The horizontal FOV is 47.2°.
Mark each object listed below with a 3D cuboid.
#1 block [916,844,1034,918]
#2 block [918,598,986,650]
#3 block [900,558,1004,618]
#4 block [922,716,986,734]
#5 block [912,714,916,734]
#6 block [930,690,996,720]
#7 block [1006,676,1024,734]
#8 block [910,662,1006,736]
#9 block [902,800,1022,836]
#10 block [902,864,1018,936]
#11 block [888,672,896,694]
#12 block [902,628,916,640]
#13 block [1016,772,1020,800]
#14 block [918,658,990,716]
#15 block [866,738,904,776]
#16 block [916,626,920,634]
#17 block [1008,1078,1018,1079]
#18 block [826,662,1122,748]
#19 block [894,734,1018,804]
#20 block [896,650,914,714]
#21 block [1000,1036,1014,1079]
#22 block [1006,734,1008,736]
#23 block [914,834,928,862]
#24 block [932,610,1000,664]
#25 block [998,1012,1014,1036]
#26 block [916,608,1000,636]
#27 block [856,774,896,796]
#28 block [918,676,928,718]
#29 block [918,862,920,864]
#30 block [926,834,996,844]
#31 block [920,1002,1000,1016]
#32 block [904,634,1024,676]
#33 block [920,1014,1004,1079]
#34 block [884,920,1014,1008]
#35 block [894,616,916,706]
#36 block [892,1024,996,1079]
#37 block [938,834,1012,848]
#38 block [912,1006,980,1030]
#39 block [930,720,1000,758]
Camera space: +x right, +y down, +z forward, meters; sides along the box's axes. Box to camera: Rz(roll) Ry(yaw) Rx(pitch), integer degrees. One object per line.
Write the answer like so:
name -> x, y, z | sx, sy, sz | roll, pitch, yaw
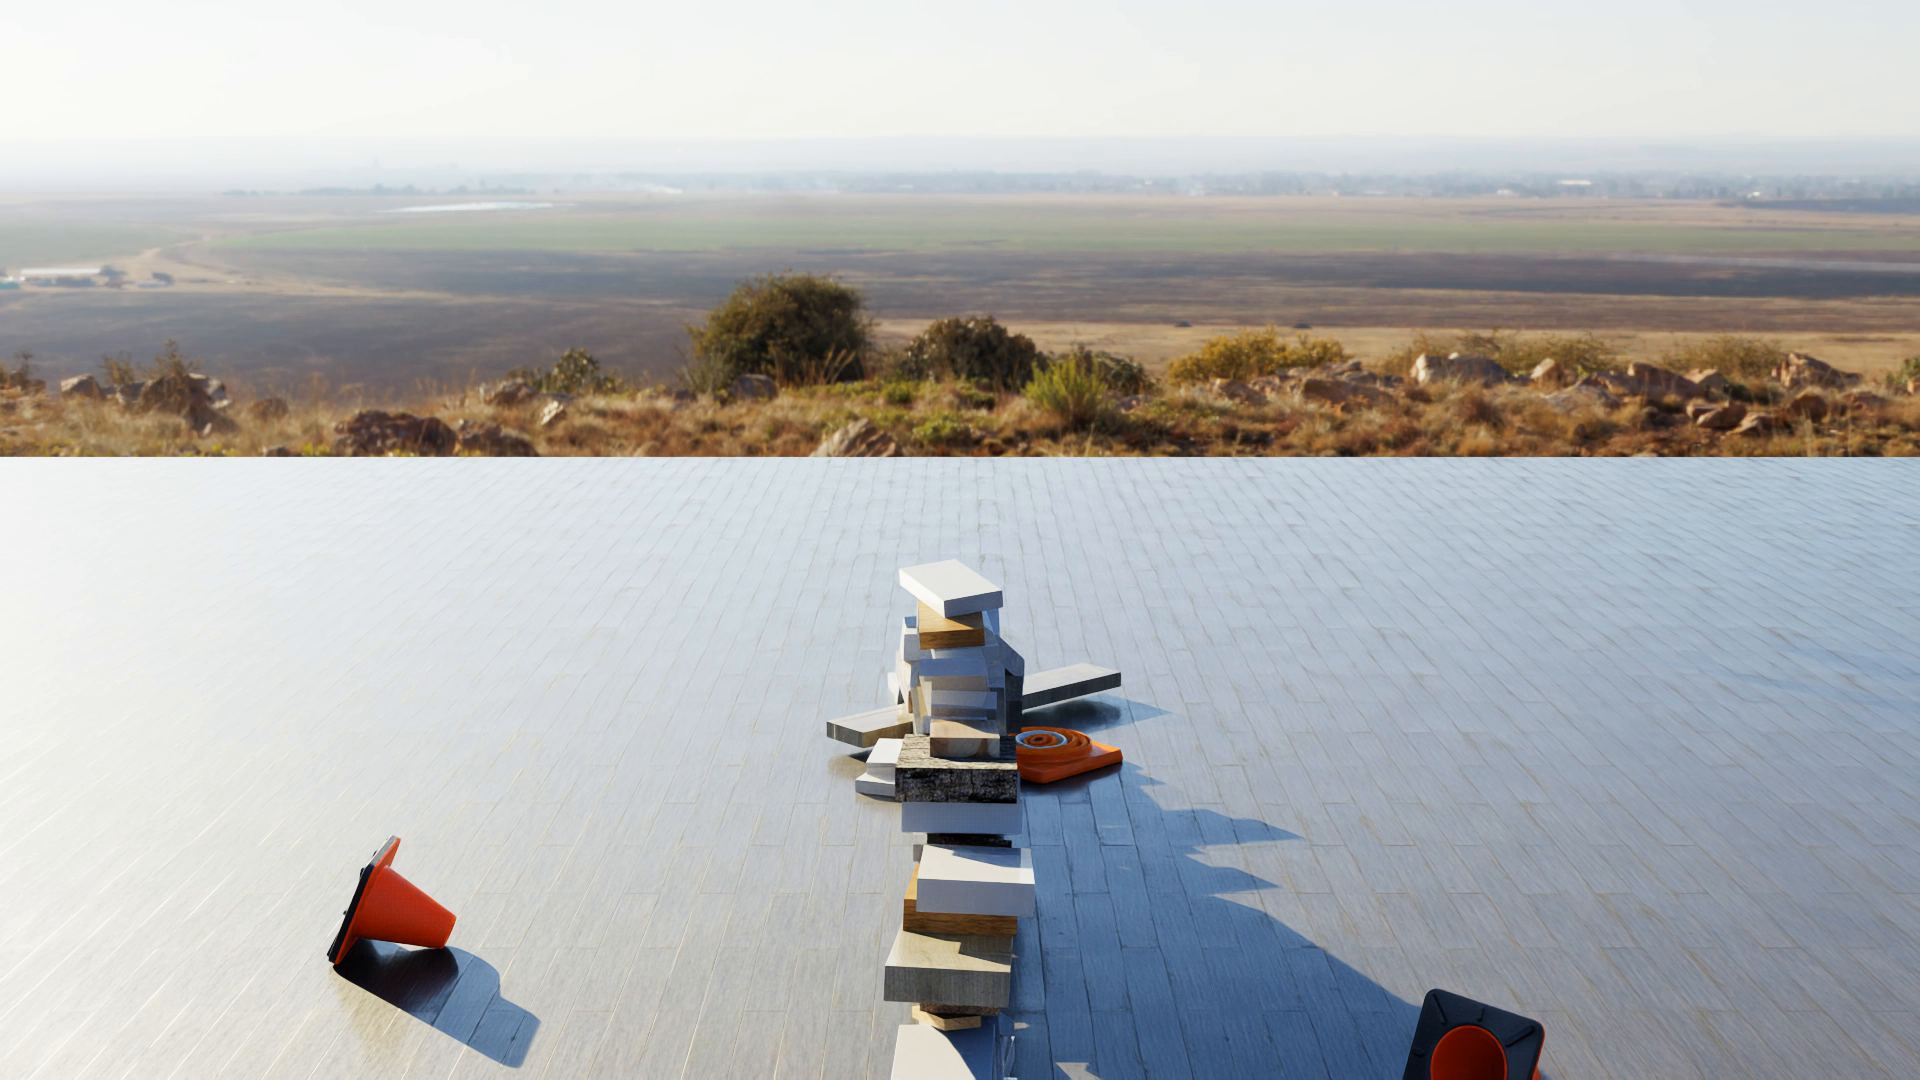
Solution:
block -> 0.021, 0.453, 2.944 | 0.149, 0.042, 0.299 | 3, 1, 1
block -> -0.015, 0.126, 3.507 | 0.101, 0.029, 0.202 | -4, 16, -1
block -> -0.016, 0.077, 3.571 | 0.101, 0.029, 0.202 | -10, 17, -20
block -> -0.007, 0.331, 3.520 | 0.100, 0.028, 0.201 | 1, -25, 1
block -> -0.013, 0.353, 4.504 | 0.167, 0.047, 0.535 | 0, 11, -3
block -> 0.004, 0.290, 3.499 | 0.101, 0.029, 0.202 | 2, -25, -1
block -> 0.033, 0.291, 3.878 | 0.153, 0.043, 0.305 | 1, -15, 1
block -> 0.002, 0.315, 3.768 | 0.153, 0.043, 0.444 | 1, -26, 2
block -> 0.003, 0.426, 3.369 | 0.171, 0.049, 0.499 | 1, -8, 0
block -> 0.005, 0.494, 3.032 | 0.149, 0.042, 0.299 | 3, 1, 2
block -> -0.037, 0.326, 4.999 | 0.236, 0.033, 0.118 | -2, 11, -12
block -> -0.058, 0.216, 4.634 | 0.091, 0.026, 0.183 | -2, 11, -12
block -> 0.006, 0.403, 3.550 | 0.171, 0.049, 0.343 | 1, -8, 0
block -> -0.005, 0.237, 3.455 | 0.101, 0.029, 0.202 | -1, -25, 4
block -> -0.130, 0.428, 4.343 | 0.085, 0.024, 0.171 | 1, 11, 6
block -> 0.003, 0.176, 3.765 | 0.101, 0.029, 0.202 | -2, -11, 16
block -> -0.022, 0.709, 2.602 | 0.118, 0.034, 0.469 | -1, 0, 9
block -> 0.043, 0.351, 4.732 | 0.753, 0.033, 0.118 | -9, 14, -41
block -> -0.003, 0.337, 3.259 | 0.171, 0.049, 0.343 | 1, 3, 1
block -> -0.038, 0.292, 4.571 | 0.167, 0.047, 0.334 | -1, 11, -6
block -> 0.012, 0.677, 2.833 | 0.102, 0.029, 0.203 | -1, 0, 6
block -> 0.015, 0.324, 4.110 | 0.145, 0.041, 0.290 | 0, 29, 0
block -> -0.014, 0.456, 3.745 | 0.126, 0.036, 0.251 | 0, 30, 0
block -> 0.001, 0.155, 3.506 | 0.100, 0.028, 0.200 | -5, 16, -4
block -> 0.012, 0.658, 2.972 | 0.102, 0.029, 0.203 | -1, -16, 7
block -> -0.003, 0.220, 4.450 | 0.167, 0.047, 0.334 | 3, 30, -3
block -> -0.131, 0.461, 4.296 | 0.085, 0.024, 0.171 | 4, 11, 21
block -> -0.013, 0.278, 3.594 | 0.100, 0.028, 0.200 | 0, -34, 3
block -> -0.008, 0.495, 3.819 | 0.126, 0.036, 0.251 | 0, 33, 0
block -> 0.003, 0.505, 3.333 | 0.108, 0.031, 0.217 | 1, 16, 0
block -> 0.004, 0.583, 2.886 | 0.098, 0.028, 0.347 | 3, -4, 2
block -> 0.011, 0.202, 3.712 | 0.153, 0.043, 0.305 | -1, -11, 10
block -> 0.001, 0.647, 2.738 | 0.102, 0.029, 0.203 | -3, 14, -1
block -> -0.007, 0.537, 2.871 | 0.149, 0.042, 0.489 | 3, -1, 2
block -> -0.073, 0.265, 4.809 | 0.118, 0.236, 0.033 | -2, 39, -12
block -> -0.021, 0.646, 2.616 | 0.118, 0.034, 0.237 | -2, 14, 3
block -> 0.011, 0.518, 3.202 | 0.108, 0.031, 0.217 | 5, 36, 5
block -> -0.017, 0.594, 2.742 | 0.049, 0.014, 0.105 | 0, -2, -23
block -> 0.006, 0.296, 3.293 | 0.101, 0.029, 0.203 | 1, 3, -1
